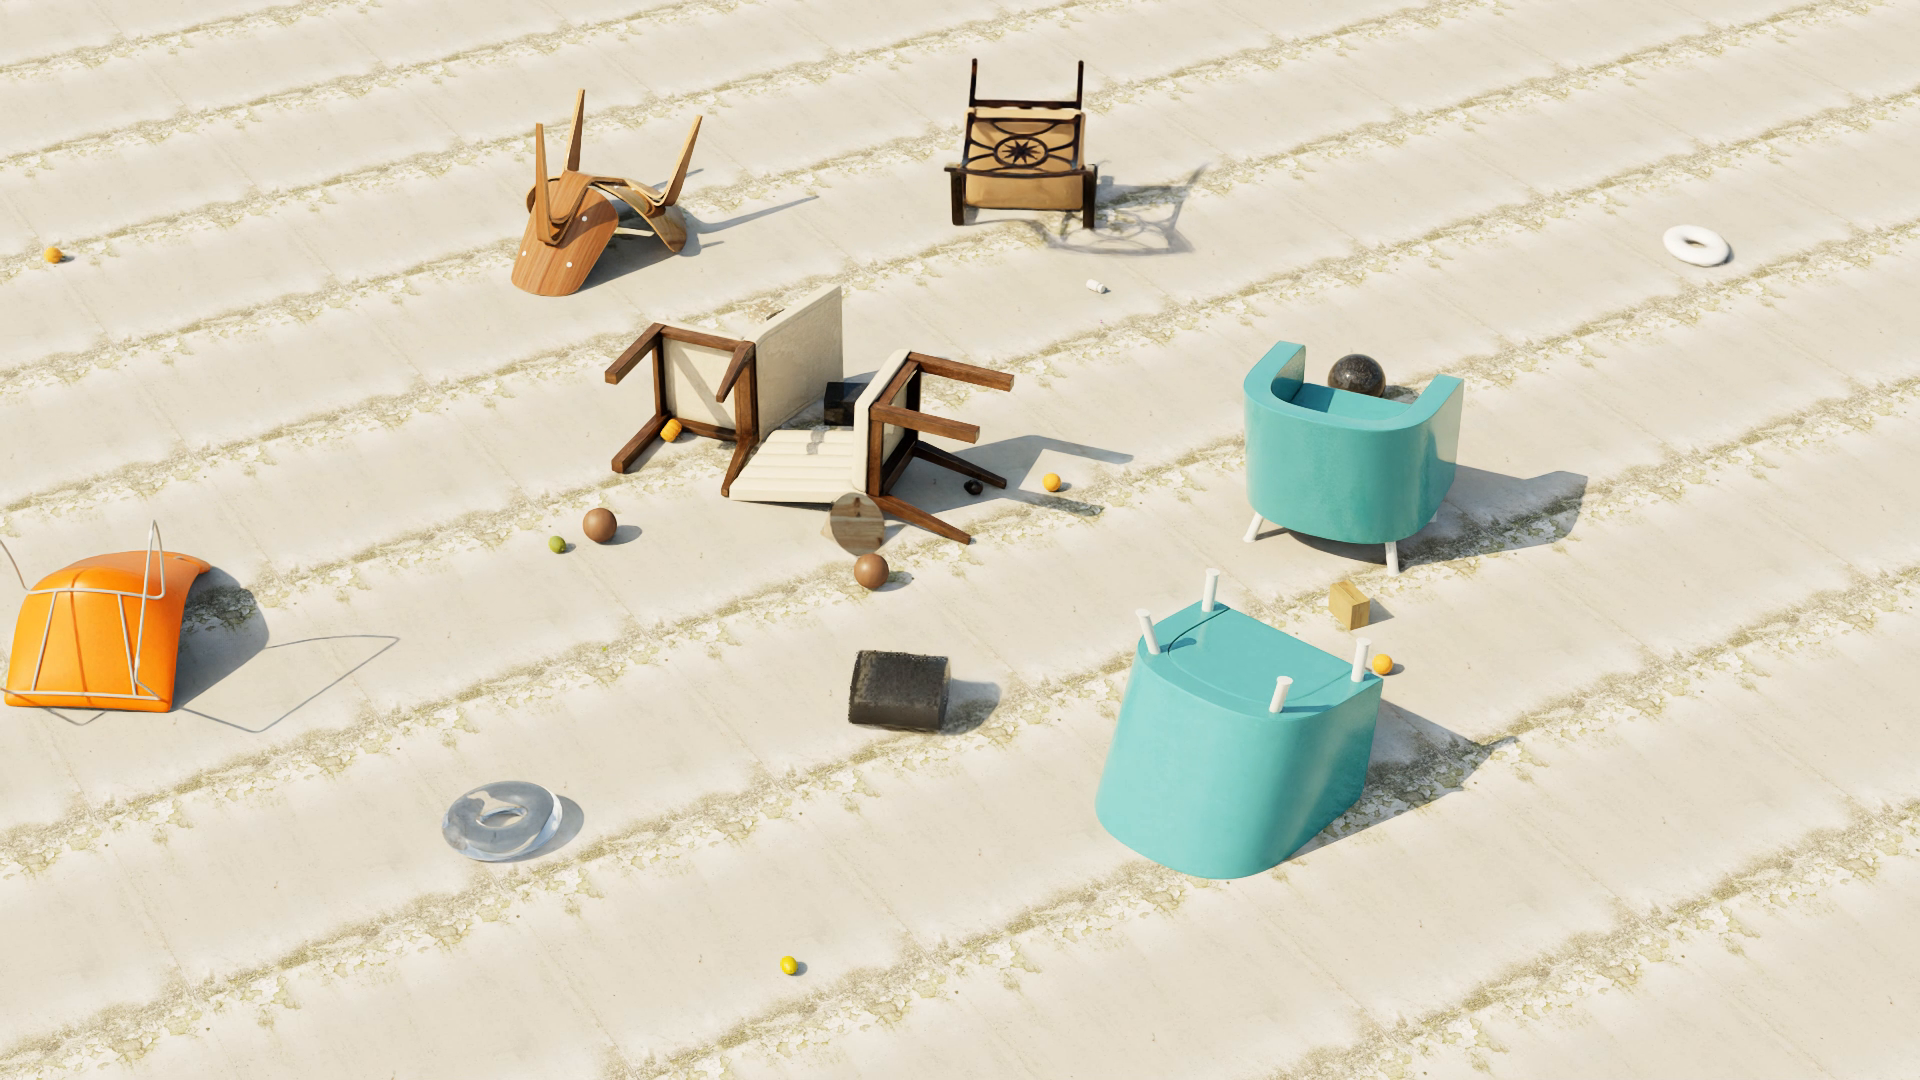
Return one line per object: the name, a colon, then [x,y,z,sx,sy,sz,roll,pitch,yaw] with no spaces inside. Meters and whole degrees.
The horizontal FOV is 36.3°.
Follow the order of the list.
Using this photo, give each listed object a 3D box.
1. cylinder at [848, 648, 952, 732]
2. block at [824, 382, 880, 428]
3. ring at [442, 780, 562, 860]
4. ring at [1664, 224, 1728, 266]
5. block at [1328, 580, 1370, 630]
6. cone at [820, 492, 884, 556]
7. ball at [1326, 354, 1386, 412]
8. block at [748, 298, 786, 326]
cylinder: [-0.203,0.510,9.990,0.308,0.191,0.289,5,48,7]
block: [-0.429,-0.539,11.662,0.209,0.111,0.153,2,33,3]
ring: [-1.481,0.905,9.482,0.394,0.099,0.348,-15,37,-20]
ring: [3.226,-1.294,12.856,0.272,0.059,0.347,-6,33,-9]
block: [1.392,0.233,10.491,0.076,0.109,0.145,-15,36,-22]
cone: [-0.452,-0.040,10.908,0.209,0.239,0.280,-13,-11,43]
ball: [1.580,-0.628,11.685,0.234,0.234,0.234,0,33,0]
block: [-0.814,-0.958,12.355,0.109,0.049,0.119,-27,42,-35]
